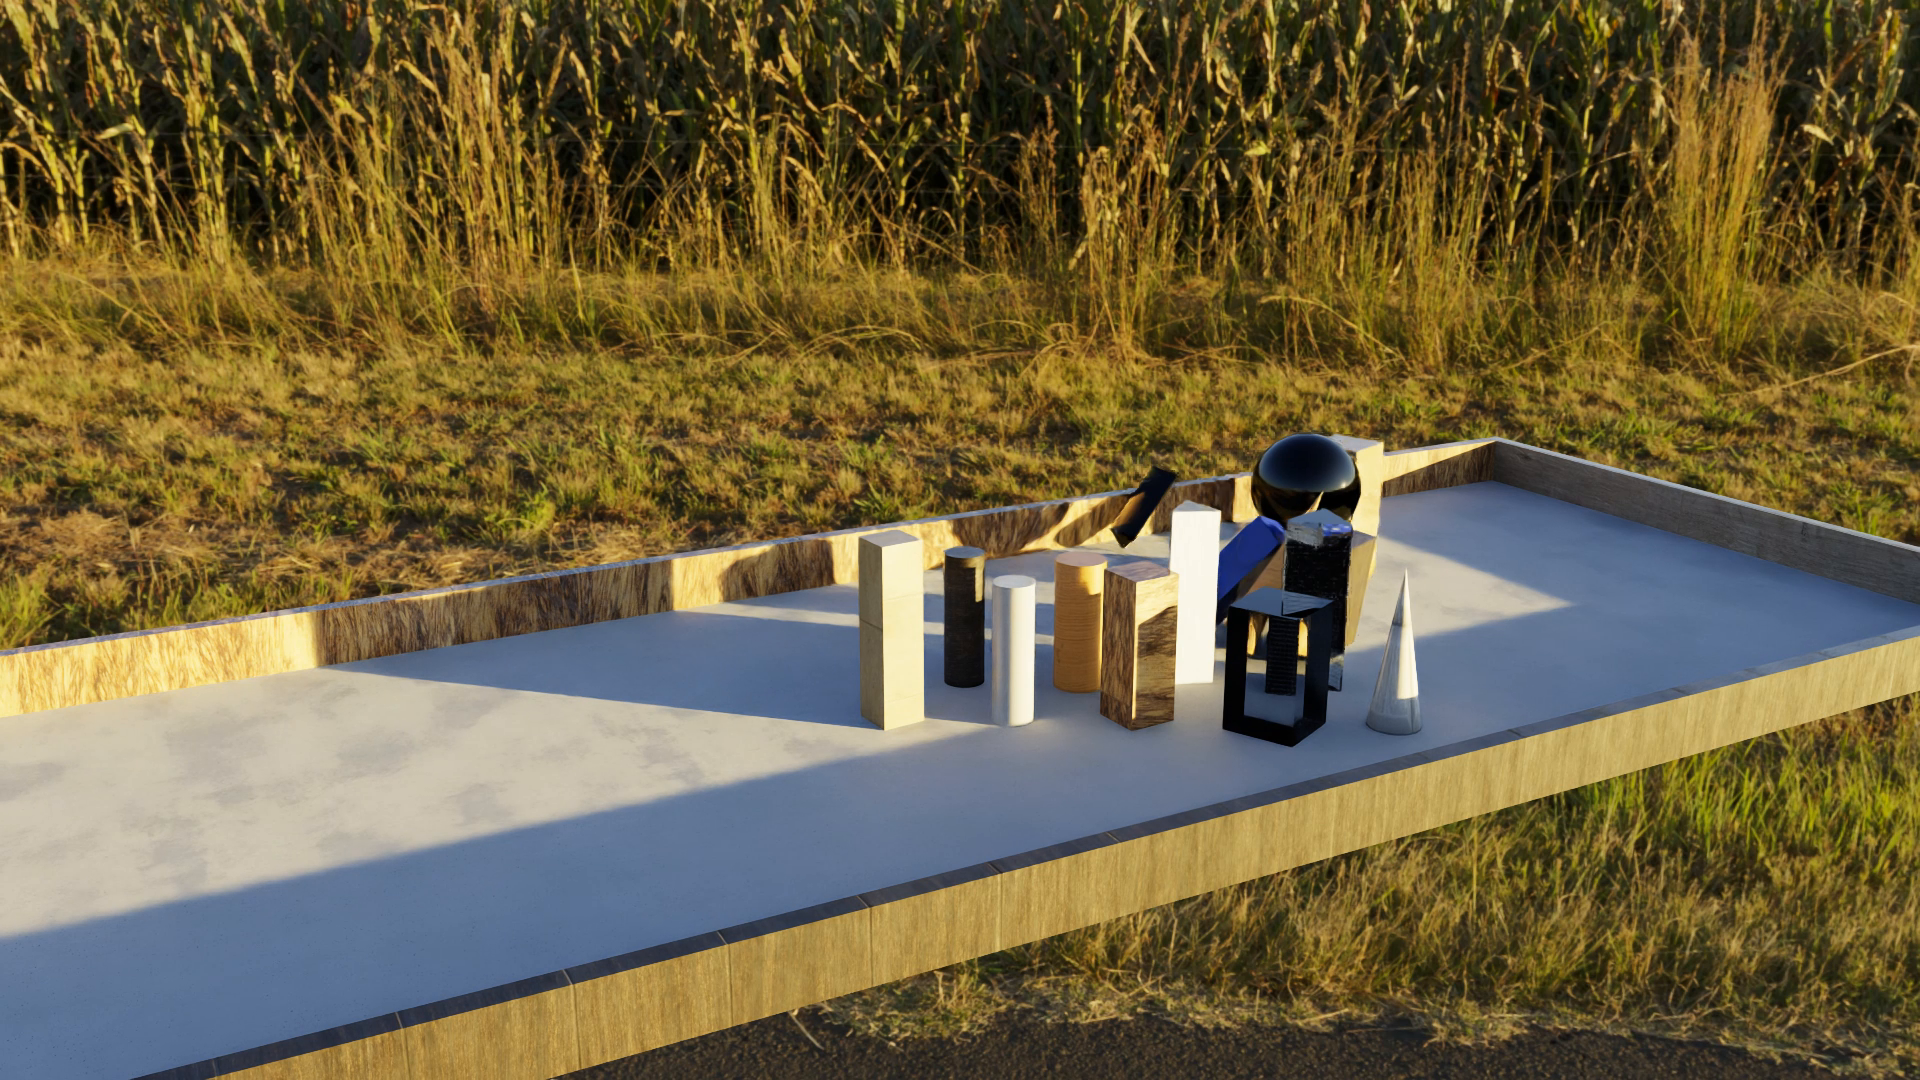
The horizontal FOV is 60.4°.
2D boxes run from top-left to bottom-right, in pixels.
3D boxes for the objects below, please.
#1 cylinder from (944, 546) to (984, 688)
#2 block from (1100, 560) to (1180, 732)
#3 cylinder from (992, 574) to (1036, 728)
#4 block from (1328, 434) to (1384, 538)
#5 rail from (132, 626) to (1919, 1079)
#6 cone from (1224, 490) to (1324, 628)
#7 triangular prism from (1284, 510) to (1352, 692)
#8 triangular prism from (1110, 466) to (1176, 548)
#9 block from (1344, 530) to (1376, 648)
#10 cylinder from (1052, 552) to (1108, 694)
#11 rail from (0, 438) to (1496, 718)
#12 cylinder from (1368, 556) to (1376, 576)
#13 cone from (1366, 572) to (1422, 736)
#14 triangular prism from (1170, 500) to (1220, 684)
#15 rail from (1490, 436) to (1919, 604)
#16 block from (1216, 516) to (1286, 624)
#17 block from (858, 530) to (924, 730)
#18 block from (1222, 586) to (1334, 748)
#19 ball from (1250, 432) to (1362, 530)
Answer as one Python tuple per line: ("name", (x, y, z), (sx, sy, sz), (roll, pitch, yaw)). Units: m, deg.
("cylinder", (0.011, 0.192, 4.104), (0.102, 0.338, 0.102), (0, 16, 0))
("block", (0.420, 0.247, 3.870), (0.124, 0.364, 0.124), (-10, 19, -31))
("cylinder", (0.124, 0.260, 3.864), (0.101, 0.342, 0.101), (0, 16, 0))
("block", (1.235, -0.157, 5.323), (0.175, 0.320, 0.175), (14, 22, 40))
("rail", (-2.336, 1.006, 1.665), (12.000, 0.150, 0.050), (-9, 18, -27))
("cone", (0.858, 0.059, 4.359), (0.127, 0.443, 0.127), (27, 5, -3))
("triangular prism", (0.887, 0.145, 4.104), (0.155, 0.427, 0.134), (5, 17, 16))
("triangular prism", (0.578, -0.115, 5.276), (0.078, 0.090, 0.302), (39, 57, -2))
("block", (0.967, 0.127, 4.354), (0.152, 0.304, 0.152), (22, 26, 34))
("cylinder", (0.296, 0.203, 4.082), (0.127, 0.327, 0.127), (0, 16, 0))
("rail", (-3.305, 0.497, 3.399), (12.000, 0.150, 0.050), (-9, 18, -27))
("cylinder", (1.029, 0.072, 4.872), (0.382, 0.134, 0.134), (-7, 18, -23))
("cone", (1.019, 0.248, 3.821), (0.127, 0.389, 0.127), (0, 16, 0))
("triangular prism", (0.570, 0.130, 4.119), (0.120, 0.447, 0.104), (-1, 16, -4))
("rail", (2.466, -0.048, 5.253), (0.050, 0.150, 2.100), (-9, 18, -27))
("block", (0.758, 0.084, 4.484), (0.105, 0.311, 0.105), (15, 36, -48))
("block", (-0.161, 0.209, 3.853), (0.109, 0.445, 0.109), (-11, 20, -33))
("block", (0.737, 0.291, 3.826), (0.178, 0.305, 0.178), (12, 20, 35))
("ball", (1.021, -0.156, 4.870), (0.321, 0.321, 0.321), (0, 16, 0))
